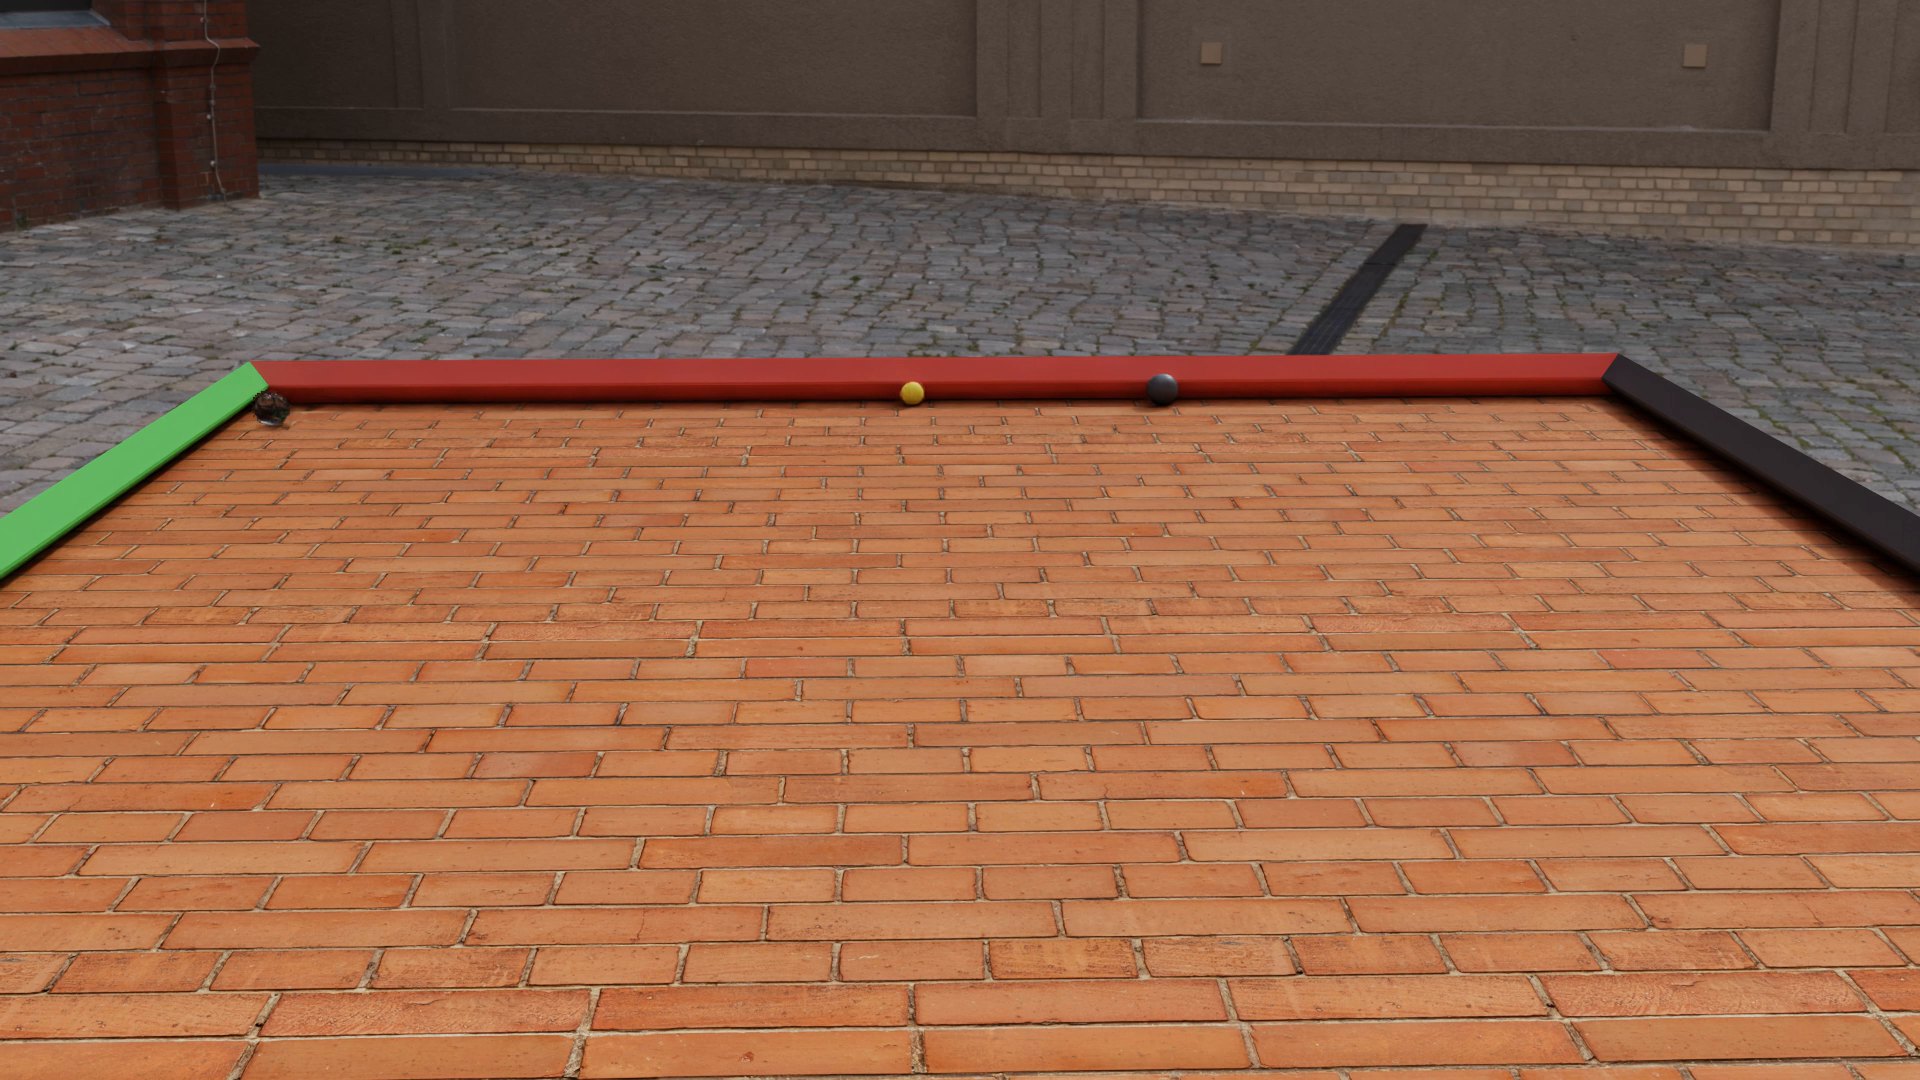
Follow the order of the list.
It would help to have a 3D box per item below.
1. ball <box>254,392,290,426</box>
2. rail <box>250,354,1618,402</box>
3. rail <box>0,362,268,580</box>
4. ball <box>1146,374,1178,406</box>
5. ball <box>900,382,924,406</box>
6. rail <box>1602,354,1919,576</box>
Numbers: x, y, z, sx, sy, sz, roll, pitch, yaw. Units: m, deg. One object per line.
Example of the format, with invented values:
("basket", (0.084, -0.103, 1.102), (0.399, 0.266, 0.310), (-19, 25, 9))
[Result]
("ball", (-1.201, -0.229, 3.837), (0.059, 0.059, 0.059), (0, 15, 0))
("rail", (-0.035, -0.294, 4.046), (2.532, 0.077, 0.045), (0, 15, -2))
("rail", (-1.206, 0.284, 1.868), (0.045, 0.077, 4.478), (0, 15, -2))
("ball", (0.369, -0.275, 4.013), (0.058, 0.058, 0.058), (0, 15, 0))
("ball", (-0.088, -0.267, 4.013), (0.043, 0.043, 0.043), (0, 15, 0))
("rail", (1.277, 0.264, 1.945), (0.045, 0.077, 4.478), (0, 15, -2))
